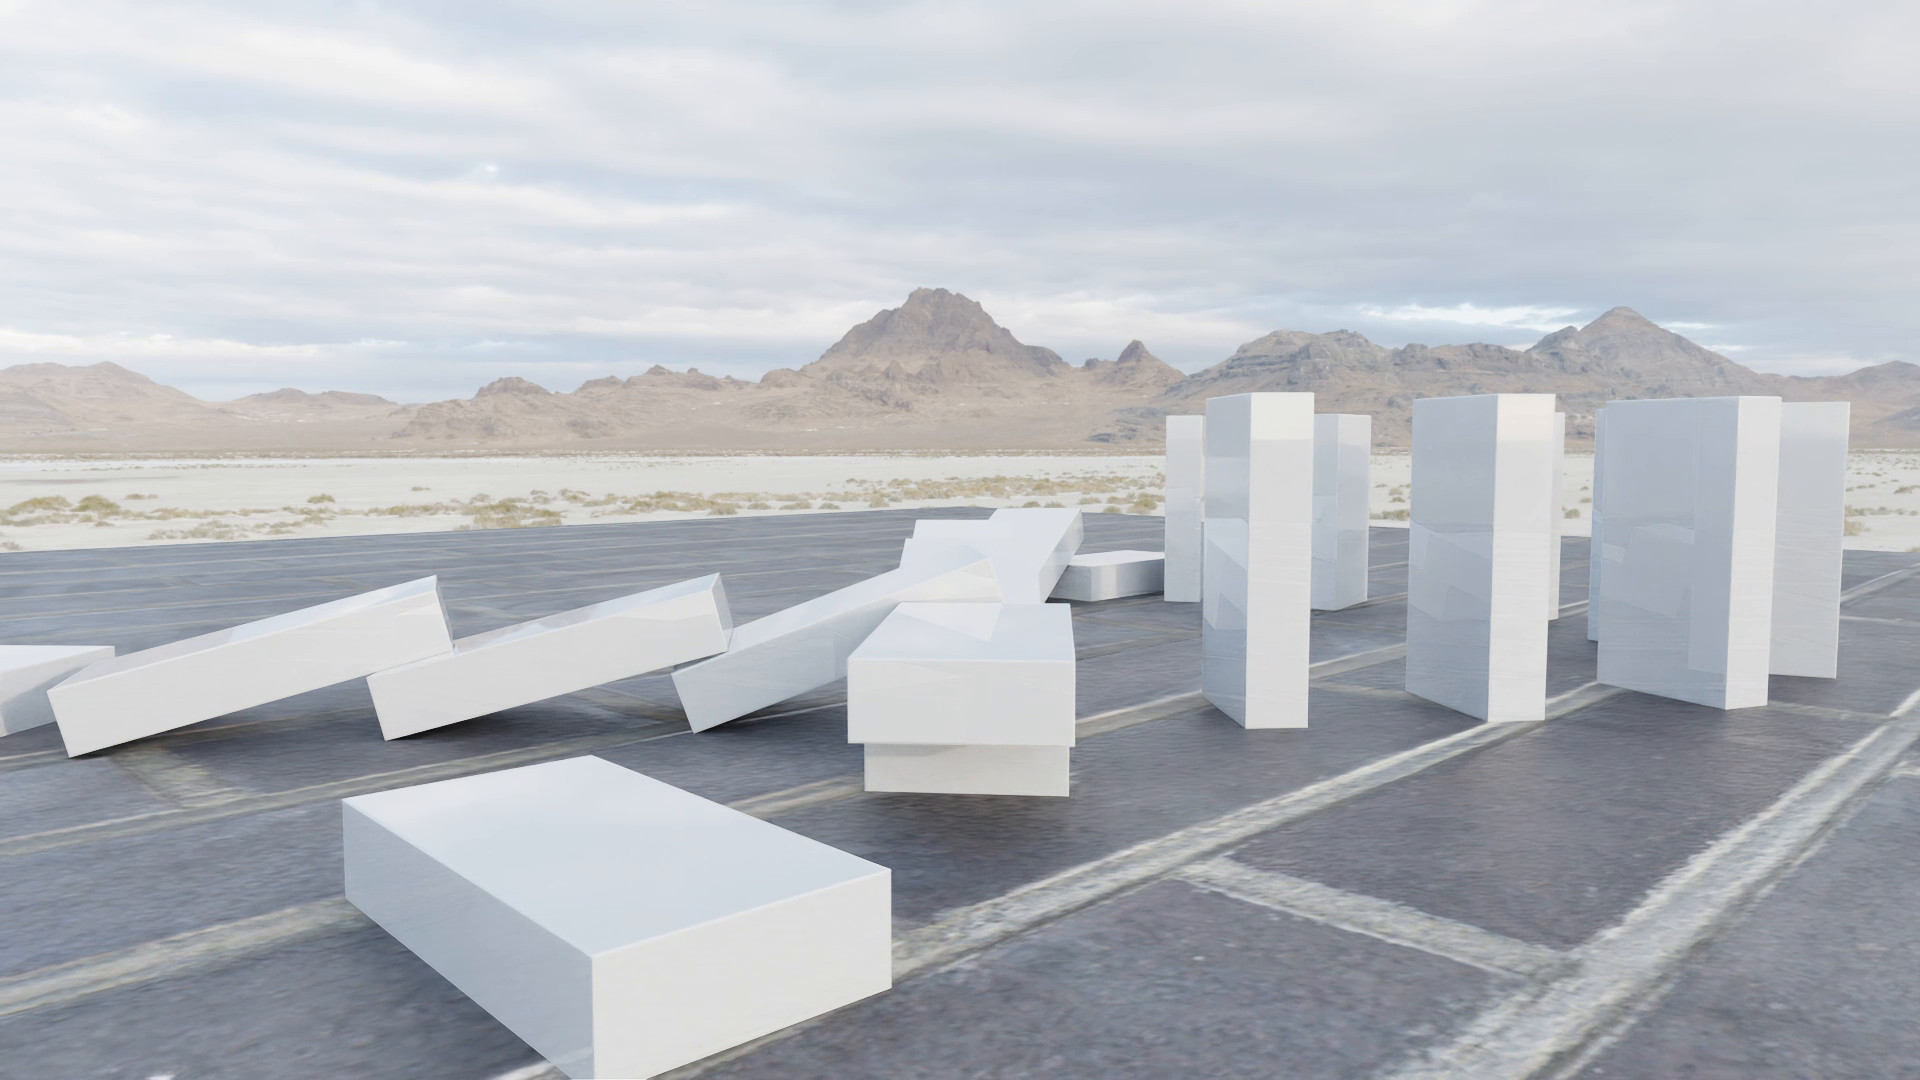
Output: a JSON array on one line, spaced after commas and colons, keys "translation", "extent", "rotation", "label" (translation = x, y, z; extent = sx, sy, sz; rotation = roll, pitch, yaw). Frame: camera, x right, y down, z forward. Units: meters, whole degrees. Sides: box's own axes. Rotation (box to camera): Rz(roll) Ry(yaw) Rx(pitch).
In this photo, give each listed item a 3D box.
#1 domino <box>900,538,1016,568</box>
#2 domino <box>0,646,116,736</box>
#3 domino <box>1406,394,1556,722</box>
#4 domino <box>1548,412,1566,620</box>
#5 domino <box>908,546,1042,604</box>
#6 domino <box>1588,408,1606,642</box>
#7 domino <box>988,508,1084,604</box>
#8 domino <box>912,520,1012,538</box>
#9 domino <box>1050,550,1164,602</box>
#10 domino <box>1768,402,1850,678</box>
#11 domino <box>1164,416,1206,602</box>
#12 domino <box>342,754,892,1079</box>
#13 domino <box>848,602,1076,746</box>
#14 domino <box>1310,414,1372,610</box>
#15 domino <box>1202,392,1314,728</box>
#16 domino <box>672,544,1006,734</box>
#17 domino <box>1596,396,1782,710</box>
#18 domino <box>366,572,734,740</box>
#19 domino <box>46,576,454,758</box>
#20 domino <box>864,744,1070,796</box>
[{"translation": [-0.001, 0.012, 0.271], "extent": [0.025, 0.009, 0.050], "rotation": [0, 18, 2], "label": "domino"}, {"translation": [-0.152, 0.024, 0.186], "extent": [0.025, 0.009, 0.050], "rotation": [0, 4, 2], "label": "domino"}, {"translation": [0.083, 0.002, 0.207], "extent": [0.009, 0.050, 0.025], "rotation": [-1, 4, -9], "label": "domino"}, {"translation": [0.133, -0.005, 0.307], "extent": [0.025, 0.050, 0.010], "rotation": [-3, 5, -37], "label": "domino"}, {"translation": [0.002, 0.014, 0.234], "extent": [0.025, 0.009, 0.050], "rotation": [0, 19, 2], "label": "domino"}, {"translation": [0.150, -0.003, 0.278], "extent": [0.025, 0.050, 0.009], "rotation": [-2, 5, -22], "label": "domino"}, {"translation": [0.016, 0.004, 0.350], "extent": [0.025, 0.009, 0.050], "rotation": [0, 21, 19], "label": "domino"}, {"translation": [0.000, 0.008, 0.313], "extent": [0.025, 0.010, 0.050], "rotation": [0, 20, 2], "label": "domino"}, {"translation": [0.044, 0.010, 0.373], "extent": [0.025, 0.009, 0.050], "rotation": [4, 6, 44], "label": "domino"}, {"translation": [0.150, -0.001, 0.241], "extent": [0.025, 0.050, 0.009], "rotation": [2, 5, 26], "label": "domino"}, {"translation": [0.063, -0.009, 0.356], "extent": [0.010, 0.050, 0.025], "rotation": [1, 4, 15], "label": "domino"}, {"translation": [-0.031, 0.030, 0.110], "extent": [0.025, 0.009, 0.050], "rotation": [-4, 6, -42], "label": "domino"}, {"translation": [0.002, 0.016, 0.165], "extent": [0.025, 0.009, 0.050], "rotation": [0, 4, 4], "label": "domino"}, {"translation": [0.099, -0.008, 0.339], "extent": [0.009, 0.050, 0.025], "rotation": [3, 5, 35], "label": "domino"}, {"translation": [0.046, 0.002, 0.203], "extent": [0.010, 0.050, 0.025], "rotation": [0, 4, -4], "label": "domino"}, {"translation": [-0.019, 0.015, 0.203], "extent": [0.050, 0.010, 0.025], "rotation": [-20, 7, -7], "label": "domino"}, {"translation": [0.122, 0.001, 0.217], "extent": [0.009, 0.050, 0.025], "rotation": [-2, 5, -22], "label": "domino"}, {"translation": [-0.061, 0.017, 0.199], "extent": [0.050, 0.009, 0.025], "rotation": [-14, 6, -7], "label": "domino"}, {"translation": [-0.104, 0.018, 0.193], "extent": [0.050, 0.009, 0.025], "rotation": [-16, 9, -20], "label": "domino"}, {"translation": [0.003, 0.024, 0.181], "extent": [0.025, 0.009, 0.050], "rotation": [0, 4, 5], "label": "domino"}]
